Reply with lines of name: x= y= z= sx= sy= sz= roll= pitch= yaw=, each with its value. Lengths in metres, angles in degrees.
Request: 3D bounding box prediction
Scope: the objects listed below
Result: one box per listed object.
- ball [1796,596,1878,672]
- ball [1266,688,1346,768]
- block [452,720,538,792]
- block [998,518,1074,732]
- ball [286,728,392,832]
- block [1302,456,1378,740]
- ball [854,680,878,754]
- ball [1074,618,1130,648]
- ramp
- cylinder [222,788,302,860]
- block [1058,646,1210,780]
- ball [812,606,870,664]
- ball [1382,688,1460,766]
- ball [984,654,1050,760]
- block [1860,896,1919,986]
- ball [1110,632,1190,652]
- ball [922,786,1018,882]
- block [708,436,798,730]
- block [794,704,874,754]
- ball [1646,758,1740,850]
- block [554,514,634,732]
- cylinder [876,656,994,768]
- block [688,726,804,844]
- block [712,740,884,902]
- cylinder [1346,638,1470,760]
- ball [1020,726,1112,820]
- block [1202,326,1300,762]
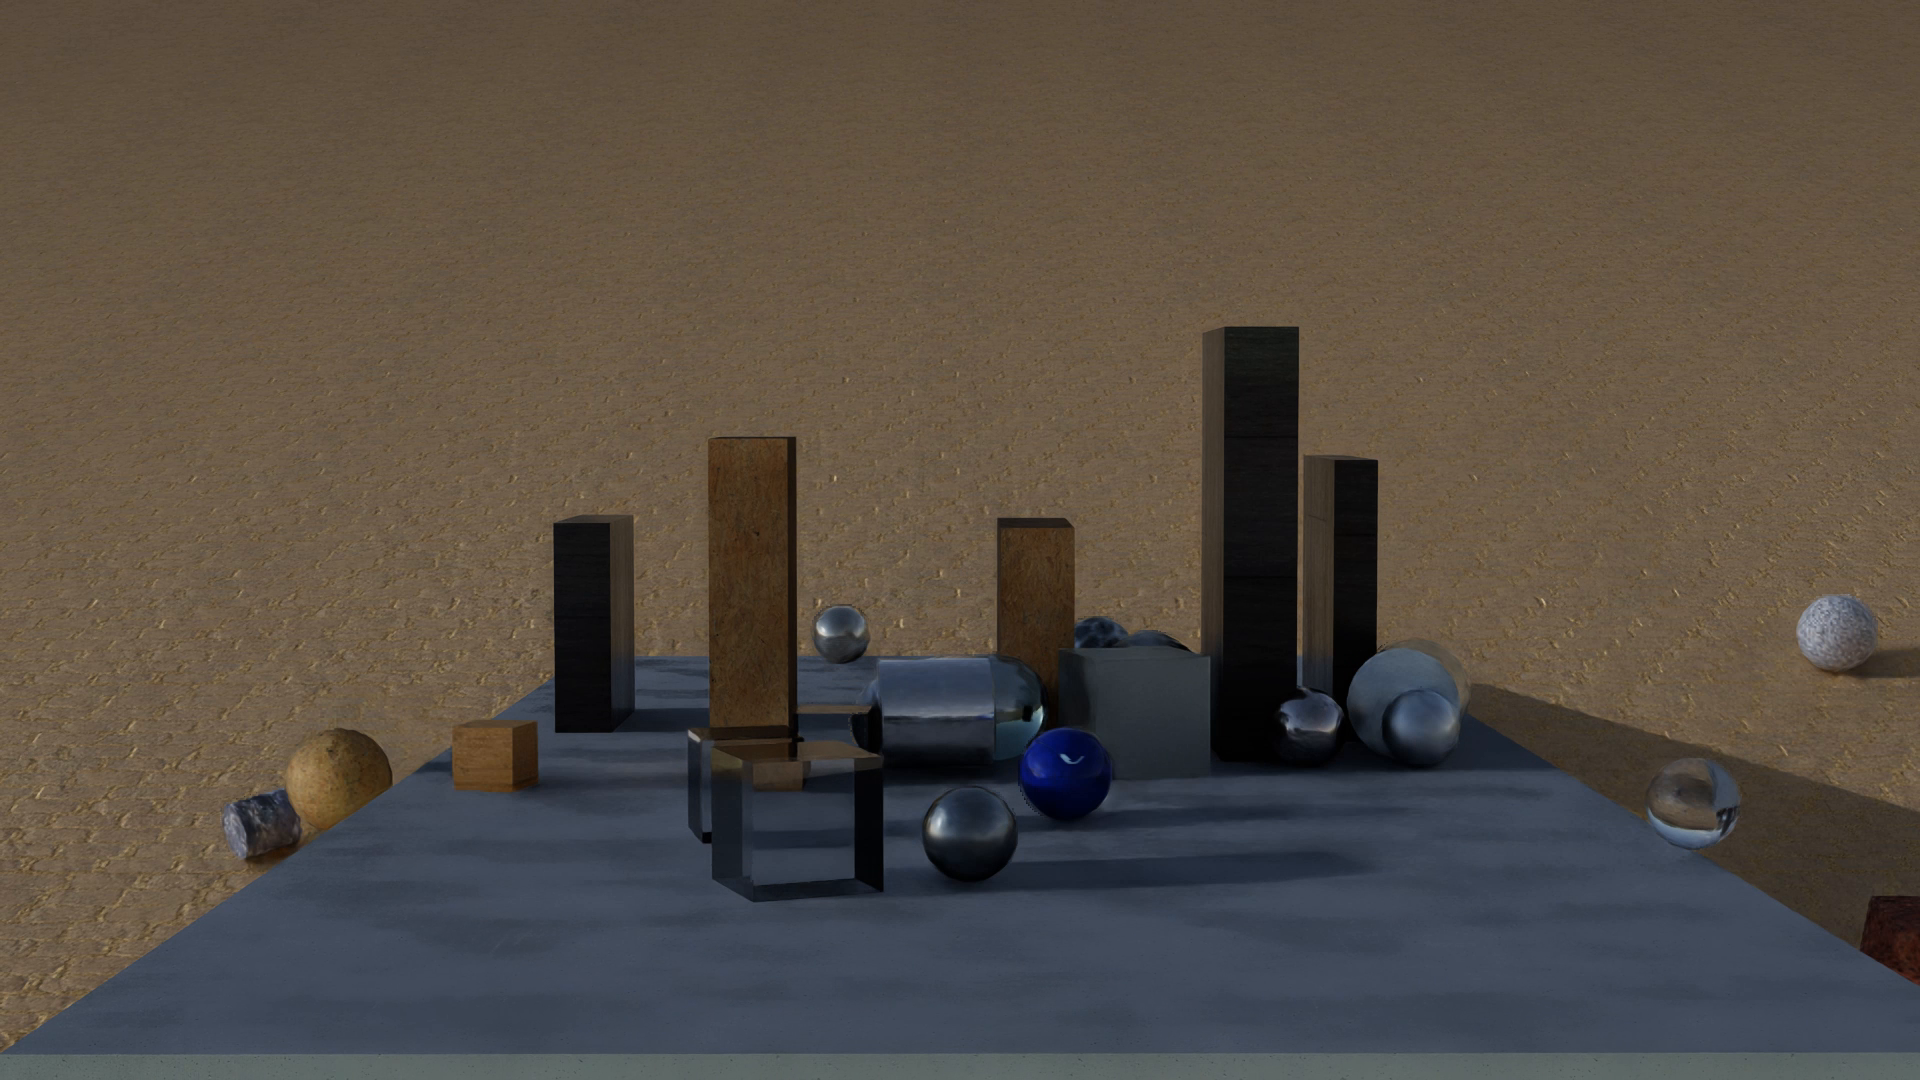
ball: x=2.269 y=0.241 z=6.652 sx=0.197 sy=0.197 sz=0.197 roll=0 pitch=21 yaw=0
ball: x=0.610 y=0.330 z=4.524 sx=0.140 sy=0.140 sz=0.140 roll=0 pitch=21 yaw=0
block: x=-0.777 y=0.360 z=4.300 sx=0.105 sy=0.105 sz=0.105 roll=1 pitch=3 yaw=14
block: x=0.142 y=0.173 z=4.910 sx=0.135 sy=0.413 sz=0.419 roll=0 pitch=3 yaw=0
ball: x=-1.085 y=0.421 z=4.494 sx=0.182 sy=0.182 sz=0.182 roll=0 pitch=21 yaw=0
block: x=0.747 y=0.104 z=5.075 sx=0.083 sy=0.533 sz=0.427 roll=0 pitch=3 yaw=0
ball: x=-0.112 y=0.317 z=4.593 sx=0.159 sy=0.159 sz=0.159 roll=0 pitch=21 yaw=0
ball: x=0.296 y=0.256 z=5.583 sx=0.176 sy=0.176 sz=0.176 roll=0 pitch=21 yaw=0
ramp: x=0.050 y=0.450 z=4.532 sx=2.000 sy=0.100 sz=4.000 roll=0 pitch=3 yaw=0
cylinder: x=-1.559 y=0.634 z=5.742 sx=0.128 sy=0.128 sz=0.128 roll=-16 pitch=27 yaw=-36
block: x=0.301 y=0.299 z=4.477 sx=0.206 sy=0.206 sz=0.206 roll=-1 pitch=3 yaw=-16
ball: x=-0.292 y=0.233 z=6.331 sx=0.144 sy=0.144 sz=0.144 roll=0 pitch=21 yaw=0
ball: x=0.813 y=0.331 z=4.536 sx=0.137 sy=0.137 sz=0.137 roll=0 pitch=21 yaw=0
ball: x=0.065 y=0.300 z=4.611 sx=0.191 sy=0.191 sz=0.191 roll=0 pitch=21 yaw=0
block: x=1.935 y=0.825 z=5.211 sx=0.150 sy=0.150 sz=0.150 roll=2 pitch=20 yaw=-4
ball: x=0.355 y=0.278 z=4.844 sx=0.209 sy=0.209 sz=0.209 roll=0 pitch=21 yaw=0
ball: x=0.013 y=0.393 z=3.444 sx=0.128 sy=0.128 sz=0.128 roll=0 pitch=21 yaw=0
block: x=-0.354 y=0.115 z=4.418 sx=0.132 sy=0.581 sz=0.244 roll=0 pitch=3 yaw=0
block: x=-0.213 y=0.348 z=4.347 sx=0.124 sy=0.124 sz=0.124 roll=0 pitch=3 yaw=2
ball: x=1.051 y=0.378 z=3.687 sx=0.132 sy=0.132 sz=0.132 roll=0 pitch=21 yaw=0
block: x=-0.733 y=0.161 z=5.174 sx=0.110 sy=0.409 sz=0.366 roll=0 pitch=3 yaw=0
cylinder: x=-0.045 y=0.295 z=4.416 sx=0.189 sy=0.189 sz=0.189 roll=-1 pitch=21 yaw=-5
block: x=-0.320 y=0.362 z=3.830 sx=0.150 sy=0.150 sz=0.150 roll=-1 pitch=3 yaw=-14
block: x=-0.217 y=0.370 z=3.412 sx=0.179 sy=0.179 sz=0.179 roll=-1 pitch=3 yaw=-23
cylinder: x=0.824 y=0.289 z=4.709 sx=0.202 sy=0.202 sz=0.202 roll=7 pitch=5 yaw=16
ball: x=0.163 y=0.359 z=3.958 sx=0.143 sy=0.143 sz=0.143 roll=0 pitch=21 yaw=0
block: x=0.535 y=-0.002 z=4.781 sx=0.132 sy=0.775 sz=0.410 roll=0 pitch=3 yaw=0
